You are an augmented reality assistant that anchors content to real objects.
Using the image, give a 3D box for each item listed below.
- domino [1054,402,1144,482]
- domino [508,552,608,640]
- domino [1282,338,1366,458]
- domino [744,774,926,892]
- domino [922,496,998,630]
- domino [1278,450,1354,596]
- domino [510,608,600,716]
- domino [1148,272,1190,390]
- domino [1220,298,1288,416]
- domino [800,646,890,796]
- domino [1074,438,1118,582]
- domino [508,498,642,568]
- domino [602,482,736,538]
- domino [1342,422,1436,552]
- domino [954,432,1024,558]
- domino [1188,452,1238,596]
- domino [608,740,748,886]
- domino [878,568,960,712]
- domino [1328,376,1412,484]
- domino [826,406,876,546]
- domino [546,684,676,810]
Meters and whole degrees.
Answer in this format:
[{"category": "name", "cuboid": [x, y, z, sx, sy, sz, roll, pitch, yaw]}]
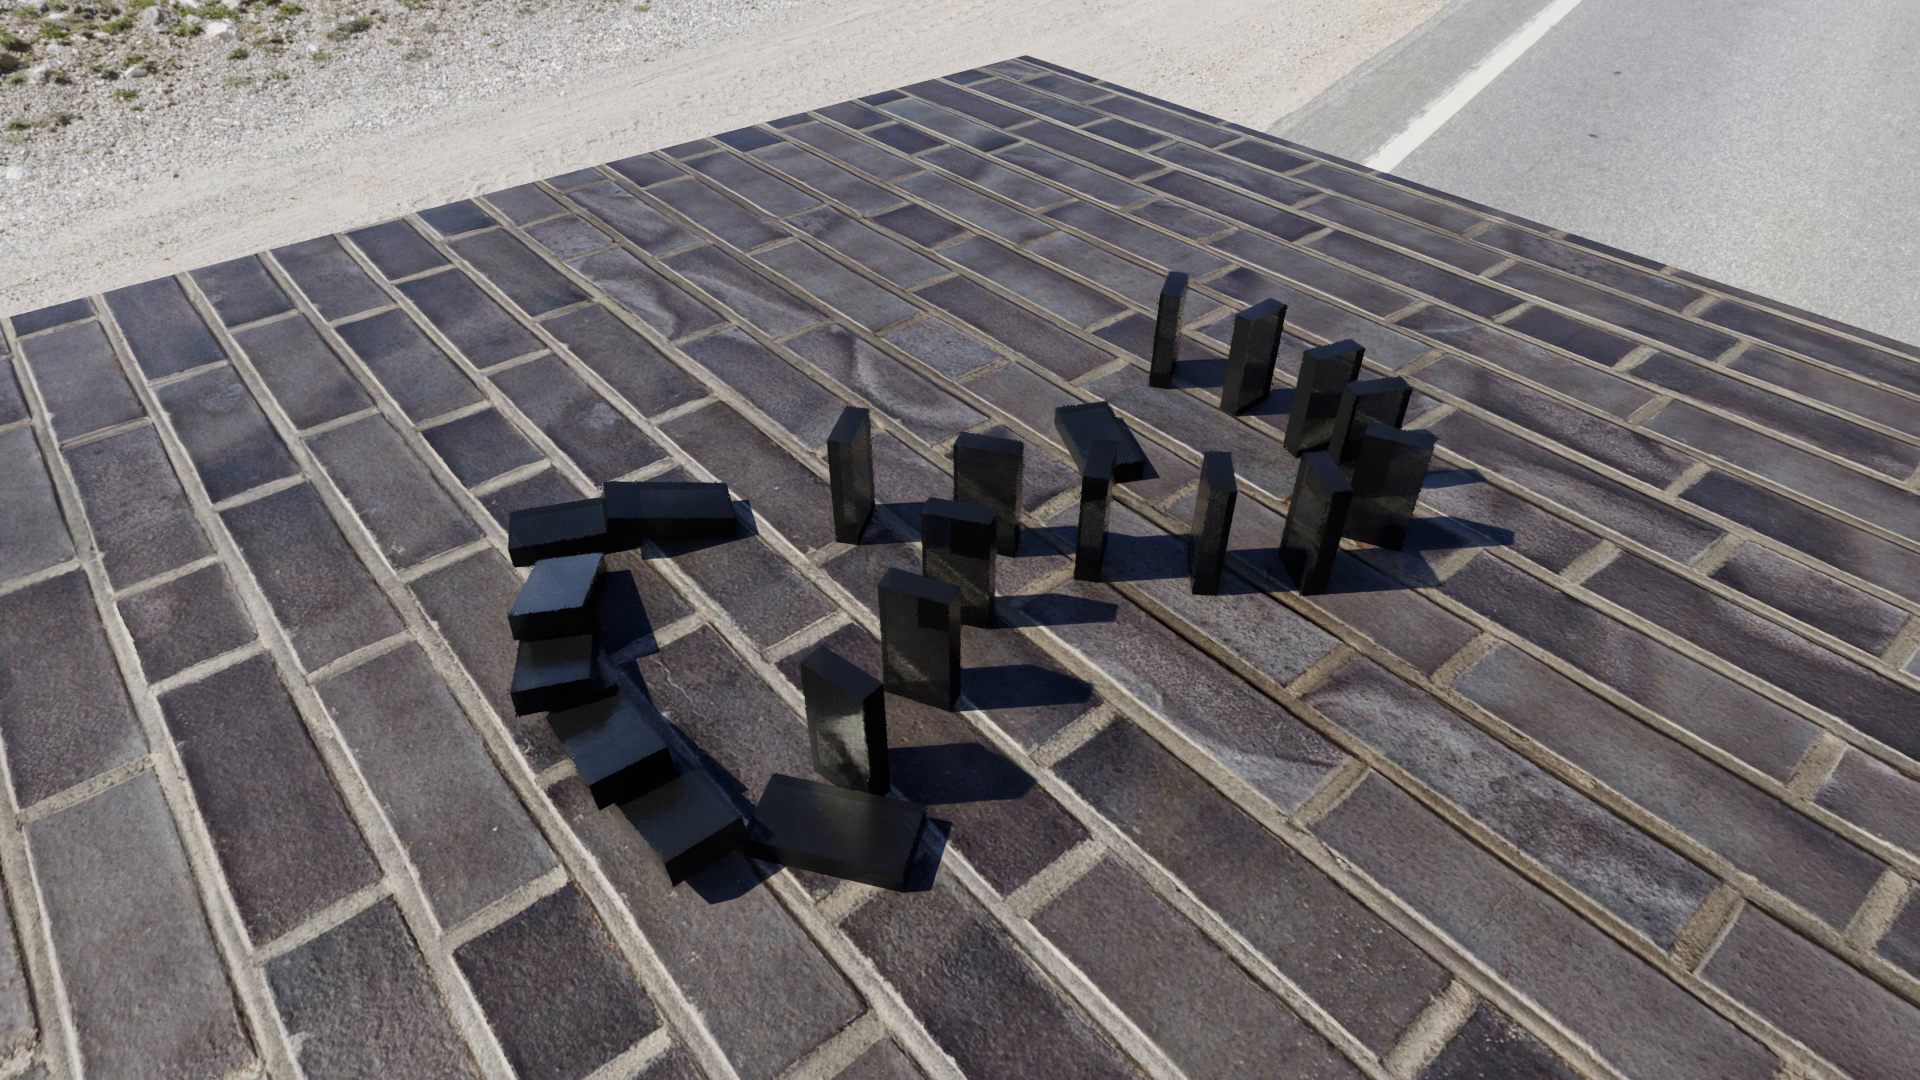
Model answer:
[{"category": "domino", "cuboid": [0.062, -0.044, 0.497, 0.025, 0.010, 0.050, -8, 40, -10]}, {"category": "domino", "cuboid": [-0.148, 0.020, 0.407, 0.025, 0.010, 0.050, -7, 23, -6]}, {"category": "domino", "cuboid": [0.161, -0.062, 0.488, 0.025, 0.050, 0.009, -16, 42, -19]}, {"category": "domino", "cuboid": [-0.038, 0.089, 0.335, 0.050, 0.009, 0.025, 9, 40, 11]}, {"category": "domino", "cuboid": [0.000, 0.009, 0.400, 0.025, 0.050, 0.010, 10, 40, 12]}, {"category": "domino", "cuboid": [0.135, -0.006, 0.419, 0.010, 0.050, 0.025, -5, 40, -6]}, {"category": "domino", "cuboid": [-0.141, 0.041, 0.385, 0.025, 0.010, 0.050, -10, 28, -12]}, {"category": "domino", "cuboid": [0.102, -0.102, 0.536, 0.010, 0.050, 0.025, 12, 41, 14]}, {"category": "domino", "cuboid": [0.137, -0.085, 0.516, 0.025, 0.050, 0.009, -29, 47, -30]}, {"category": "domino", "cuboid": [-0.035, 0.058, 0.340, 0.025, 0.050, 0.009, 27, 46, 29]}, {"category": "domino", "cuboid": [0.052, -0.011, 0.425, 0.010, 0.050, 0.025, 9, 40, 11]}, {"category": "domino", "cuboid": [-0.157, -0.005, 0.449, 0.050, 0.010, 0.025, -10, 40, -12]}, {"category": "domino", "cuboid": [-0.119, -0.013, 0.449, 0.050, 0.010, 0.025, -1, 38, -24]}, {"category": "domino", "cuboid": [0.169, -0.021, 0.437, 0.025, 0.050, 0.009, 16, 42, 19]}, {"category": "domino", "cuboid": [0.011, -0.017, 0.433, 0.025, 0.050, 0.010, 11, 40, 13]}, {"category": "domino", "cuboid": [0.096, -0.006, 0.419, 0.009, 0.050, 0.025, 3, 39, 4]}, {"category": "domino", "cuboid": [-0.088, 0.082, 0.335, 0.025, 0.009, 0.050, -28, 35, -30]}, {"category": "domino", "cuboid": [-0.013, 0.034, 0.370, 0.025, 0.050, 0.009, 15, 42, 18]}, {"category": "domino", "cuboid": [0.171, -0.044, 0.465, 0.025, 0.050, 0.009, -8, 40, -10]}, {"category": "domino", "cuboid": [-0.043, -0.026, 0.443, 0.009, 0.050, 0.025, 8, 40, 10]}, {"category": "domino", "cuboid": [-0.113, 0.065, 0.353, 0.025, 0.009, 0.050, -25, 30, -26]}]
